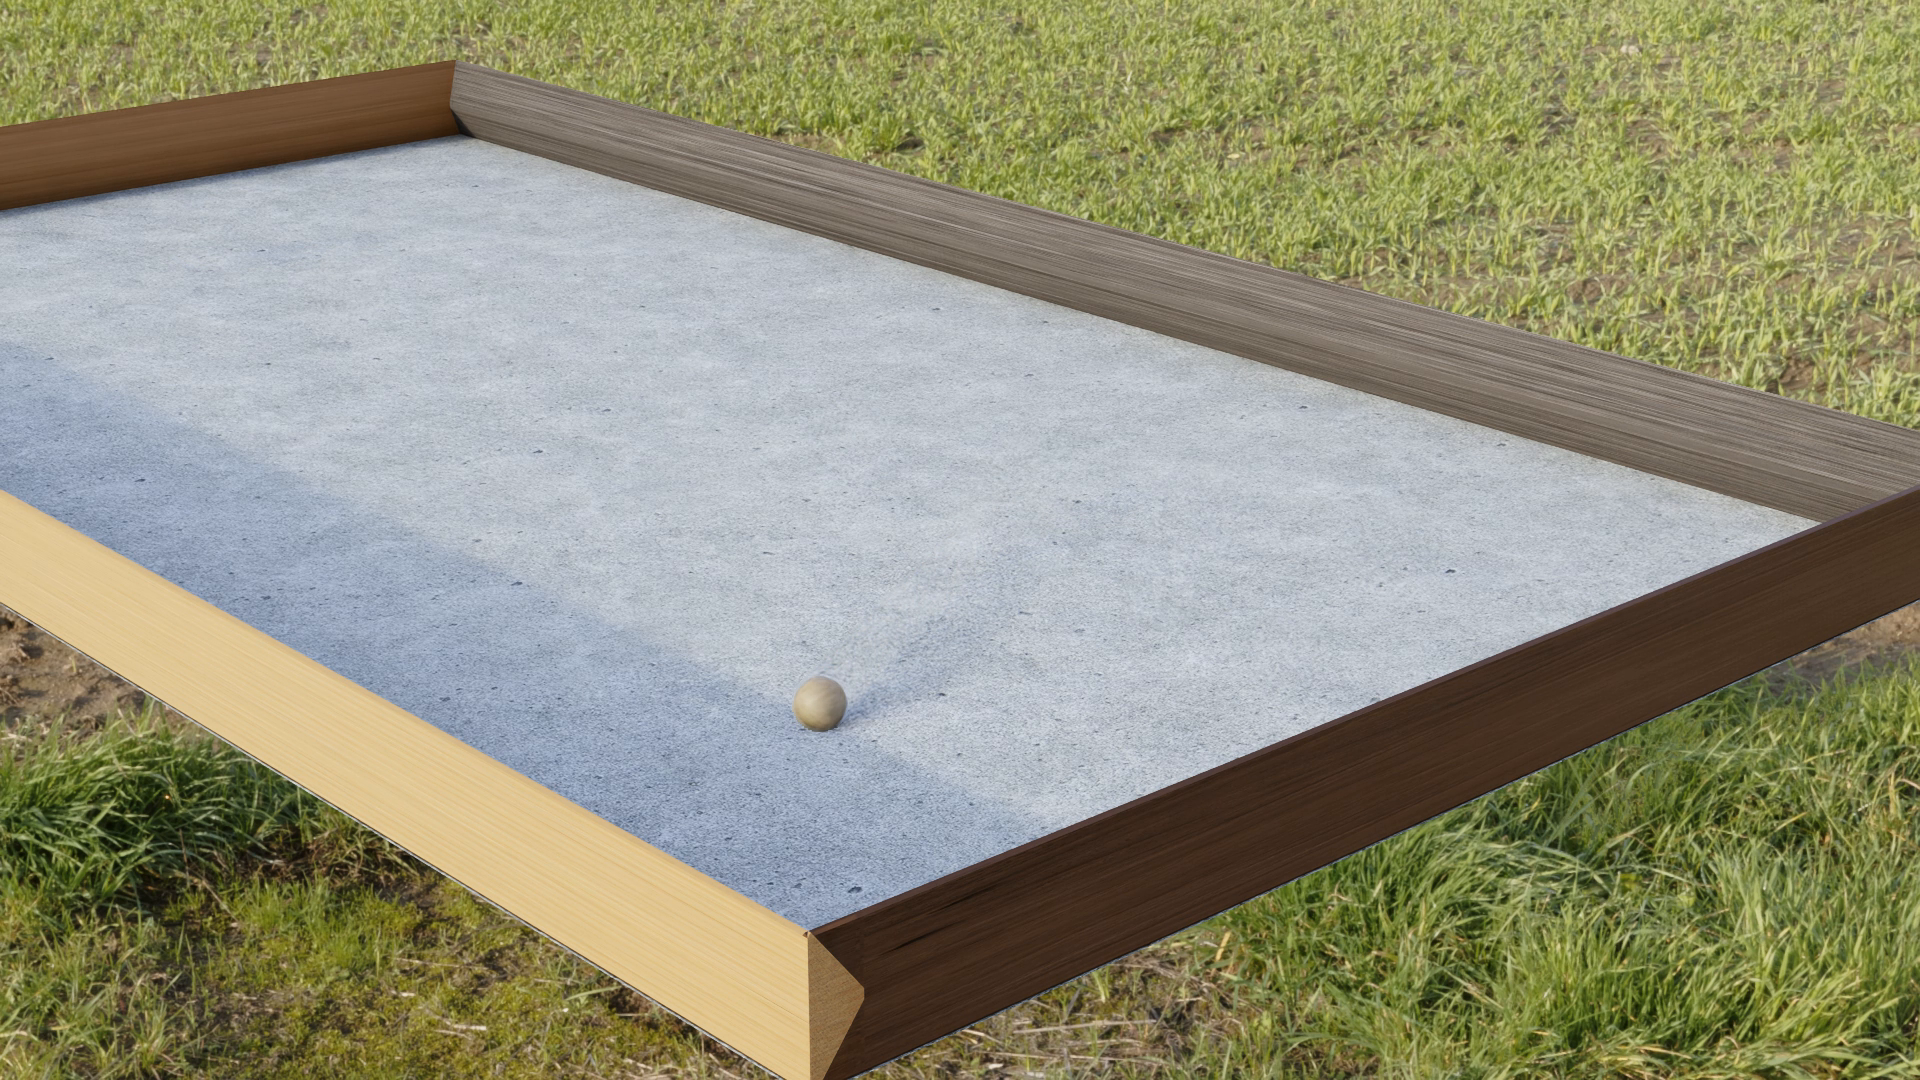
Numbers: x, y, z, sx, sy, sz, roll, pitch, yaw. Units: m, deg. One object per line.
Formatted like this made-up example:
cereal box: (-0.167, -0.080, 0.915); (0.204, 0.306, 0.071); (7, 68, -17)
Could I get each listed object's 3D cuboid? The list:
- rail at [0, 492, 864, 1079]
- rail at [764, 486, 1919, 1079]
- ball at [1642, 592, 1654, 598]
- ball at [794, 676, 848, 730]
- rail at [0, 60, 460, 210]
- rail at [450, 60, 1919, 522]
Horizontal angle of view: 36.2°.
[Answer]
rail: (-0.964, -0.038, 2.810); (0.045, 0.117, 2.647); (-17, 26, -39)
rail: (0.427, 0.132, 2.343); (1.450, 0.117, 0.045); (-17, 26, -39)
ball: (0.614, 0.078, 2.569); (0.066, 0.066, 0.066); (0, 20, 0)
ball: (-0.116, 0.135, 2.443); (0.044, 0.044, 0.044); (0, 20, 0)
rail: (-1.312, -0.527, 4.159); (1.450, 0.117, 0.045); (-17, 26, -39)
rail: (0.078, -0.358, 3.692); (0.045, 0.117, 2.647); (-17, 26, -39)
